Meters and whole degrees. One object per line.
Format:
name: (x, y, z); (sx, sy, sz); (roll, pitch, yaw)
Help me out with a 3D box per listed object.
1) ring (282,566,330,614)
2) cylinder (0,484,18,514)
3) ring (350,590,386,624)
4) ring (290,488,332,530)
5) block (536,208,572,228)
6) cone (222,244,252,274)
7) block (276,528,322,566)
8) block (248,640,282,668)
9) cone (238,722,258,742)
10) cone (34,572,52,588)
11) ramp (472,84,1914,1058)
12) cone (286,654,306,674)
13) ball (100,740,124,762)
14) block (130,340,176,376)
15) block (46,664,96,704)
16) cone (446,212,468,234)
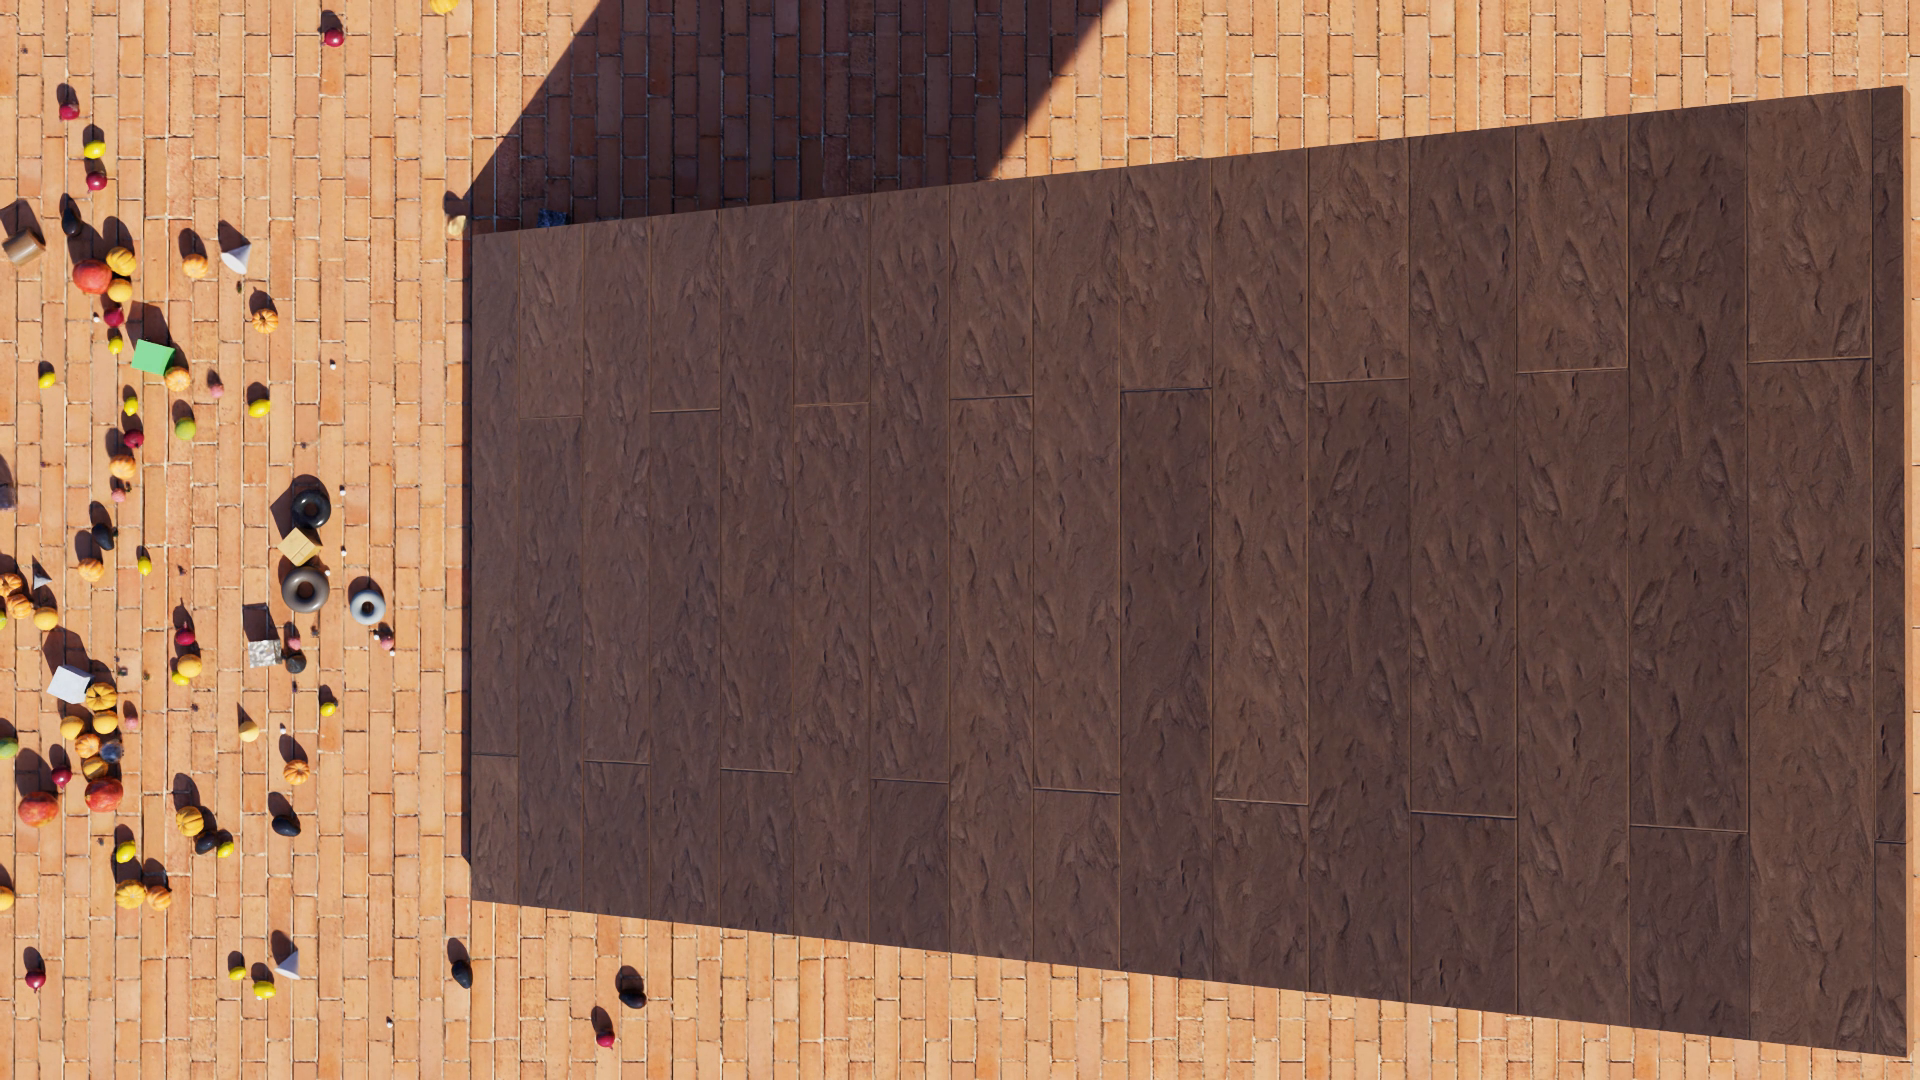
ring: (-1.985, 0.151, 6.671); (0.148, 0.049, 0.148); (0, 90, -1)
cylinder: (-2.903, -0.124, 6.660); (0.076, 0.076, 0.076); (-15, 89, 0)
ring: (-1.798, 0.204, 6.677); (0.109, 0.036, 0.109); (0, 90, -1)
ring: (-1.970, -0.094, 6.677); (0.123, 0.041, 0.123); (0, 91, -1)
block: (-1.233, -0.951, 6.664); (0.082, 0.082, 0.082); (10, 89, 0)
cone: (-2.180, -0.871, 6.685); (0.090, 0.090, 0.090); (31, 63, 0)
block: (-1.997, 0.020, 6.655); (0.082, 0.082, 0.082); (44, 90, 0)
block: (-2.102, 0.343, 6.656); (0.076, 0.076, 0.076); (-6, 89, 0)
cone: (-2.165, 0.582, 6.660); (0.063, 0.063, 0.063); (0, 89, 0)
cone: (-2.786, 0.123, 6.683); (0.055, 0.055, 0.055); (1, 89, -27)
ramp: (0.264, 0.072, 5.609); (4.000, 0.100, 2.000); (0, 89, 31)
cone: (-2.018, 0.365, 6.652); (0.066, 0.066, 0.066); (0, 71, 0)
ball: (-2.568, 0.640, 6.656); (0.069, 0.069, 0.069); (0, 89, 0)
block: (-2.441, -0.550, 6.658); (0.087, 0.087, 0.087); (15, 89, 0)
block: (-2.688, 0.436, 6.650); (0.086, 0.086, 0.086); (25, 90, 0)
cone: (-1.546, -0.977, 6.690); (0.070, 0.070, 0.070); (-46, 63, 0)
